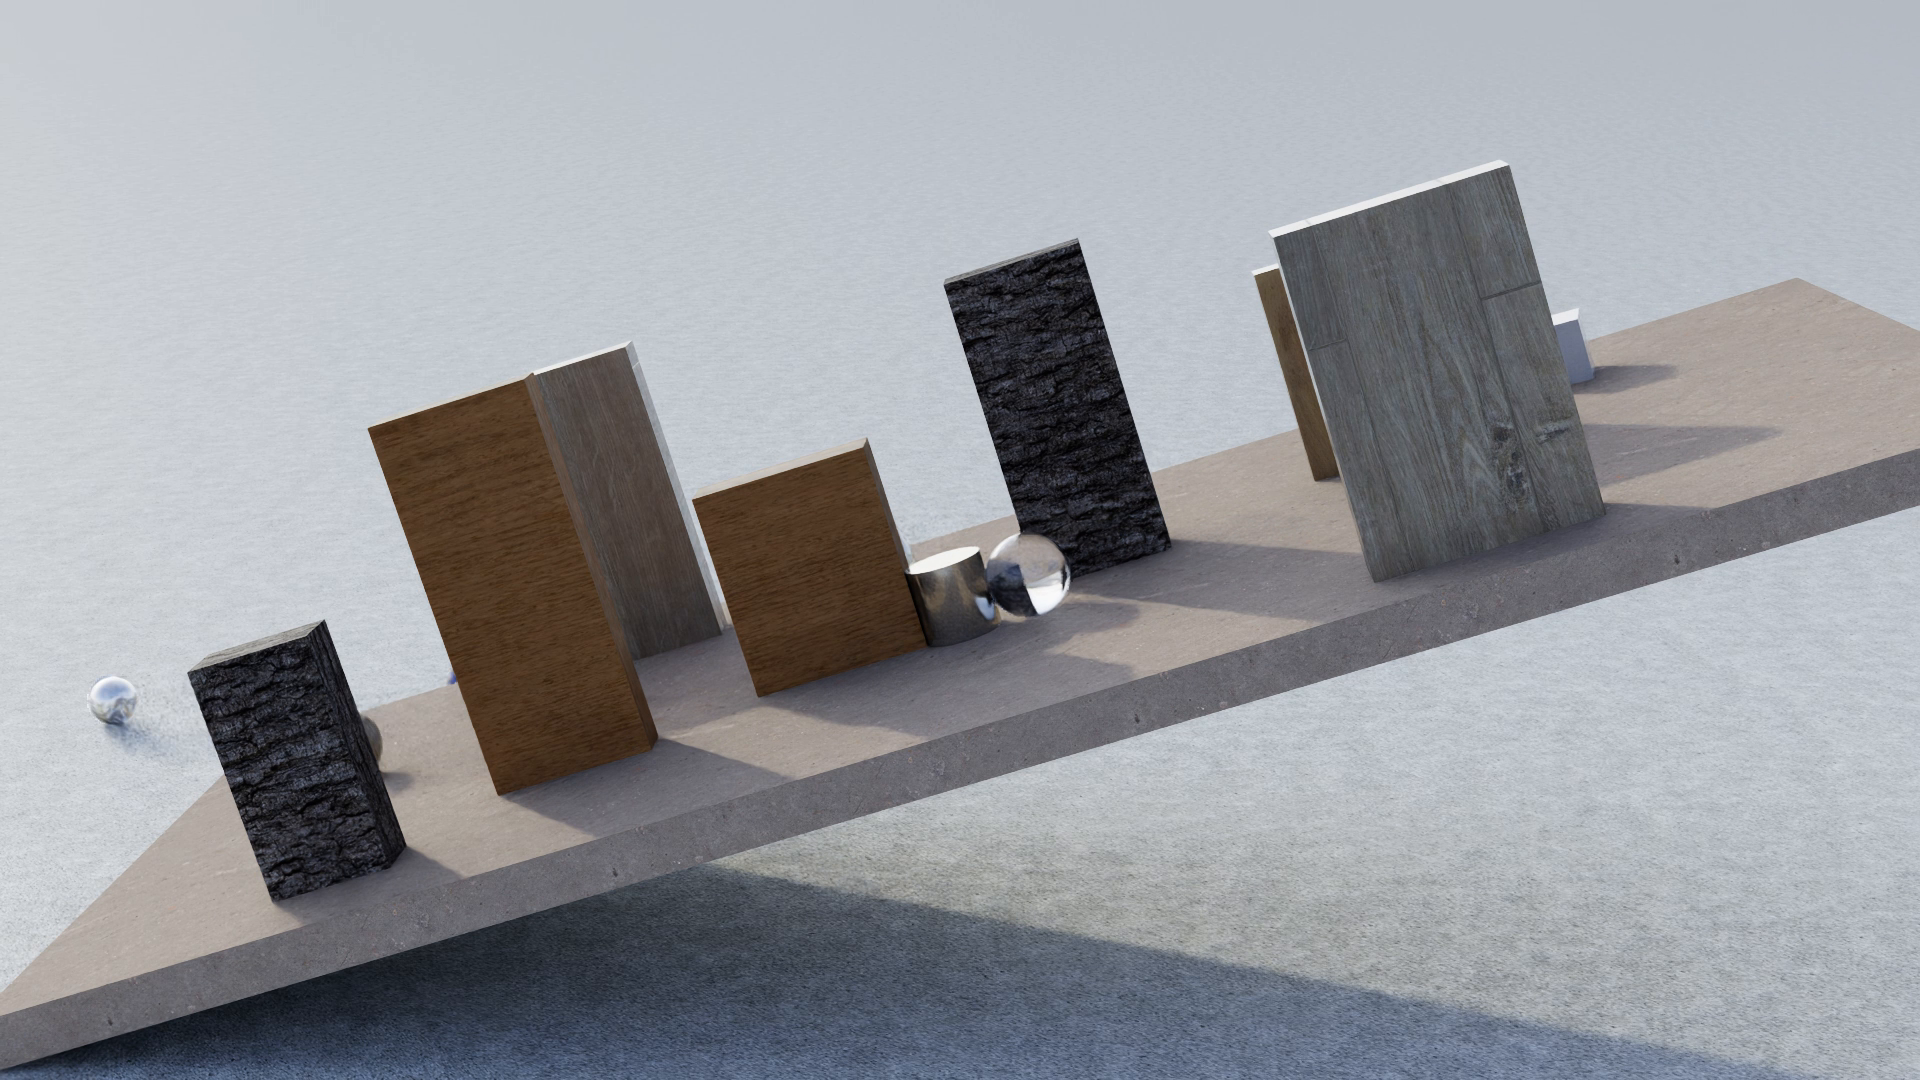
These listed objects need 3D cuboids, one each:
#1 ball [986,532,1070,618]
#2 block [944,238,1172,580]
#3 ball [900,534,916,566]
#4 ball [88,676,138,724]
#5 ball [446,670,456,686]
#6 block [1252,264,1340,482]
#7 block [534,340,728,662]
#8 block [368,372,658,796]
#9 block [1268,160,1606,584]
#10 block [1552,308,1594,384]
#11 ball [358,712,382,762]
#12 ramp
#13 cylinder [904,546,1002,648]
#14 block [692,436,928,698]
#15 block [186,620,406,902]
[{"bbox_3d":[0.140,0.072,6.056,0.176,0.176,0.176,0,11,0],"label":"ball"},{"bbox_3d":[0.211,-0.271,6.309,0.298,0.686,0.115,-17,10,5],"label":"block"},{"bbox_3d":[-0.188,0.057,6.693,0.175,0.175,0.175,0,11,0],"label":"ball"},{"bbox_3d":[-2.307,0.438,8.018,0.130,0.130,0.130,0,11,0],"label":"ball"},{"bbox_3d":[-1.326,0.403,8.087,0.173,0.173,0.173,0,11,0],"label":"ball"},{"bbox_3d":[0.900,-0.418,6.504,0.385,0.480,0.082,-17,10,5],"label":"block"},{"bbox_3d":[-0.796,-0.084,6.943,0.273,0.716,0.115,-17,10,5],"label":"block"},{"bbox_3d":[-0.902,0.091,5.969,0.332,0.795,0.108,-17,10,5],"label":"block"},{"bbox_3d":[0.880,-0.310,5.428,0.441,0.670,0.123,-17,10,5],"label":"block"},{"bbox_3d":[1.367,-0.433,6.749,0.142,0.142,0.142,-15,11,16],"label":"block"},{"bbox_3d":[-1.378,0.462,6.604,0.161,0.161,0.161,0,11,0],"label":"ball"},{"bbox_3d":[0.098,0.184,6.313,4.000,0.100,2.000,-17,10,5],"label":"ramp"},{"bbox_3d":[-0.013,0.118,6.110,0.162,0.162,0.162,-17,10,3],"label":"cylinder"},{"bbox_3d":[-0.308,0.057,6.150,0.372,0.440,0.131,-17,10,5],"label":"block"},{"bbox_3d":[-1.286,0.429,5.720,0.243,0.481,0.148,-17,10,5],"label":"block"}]
